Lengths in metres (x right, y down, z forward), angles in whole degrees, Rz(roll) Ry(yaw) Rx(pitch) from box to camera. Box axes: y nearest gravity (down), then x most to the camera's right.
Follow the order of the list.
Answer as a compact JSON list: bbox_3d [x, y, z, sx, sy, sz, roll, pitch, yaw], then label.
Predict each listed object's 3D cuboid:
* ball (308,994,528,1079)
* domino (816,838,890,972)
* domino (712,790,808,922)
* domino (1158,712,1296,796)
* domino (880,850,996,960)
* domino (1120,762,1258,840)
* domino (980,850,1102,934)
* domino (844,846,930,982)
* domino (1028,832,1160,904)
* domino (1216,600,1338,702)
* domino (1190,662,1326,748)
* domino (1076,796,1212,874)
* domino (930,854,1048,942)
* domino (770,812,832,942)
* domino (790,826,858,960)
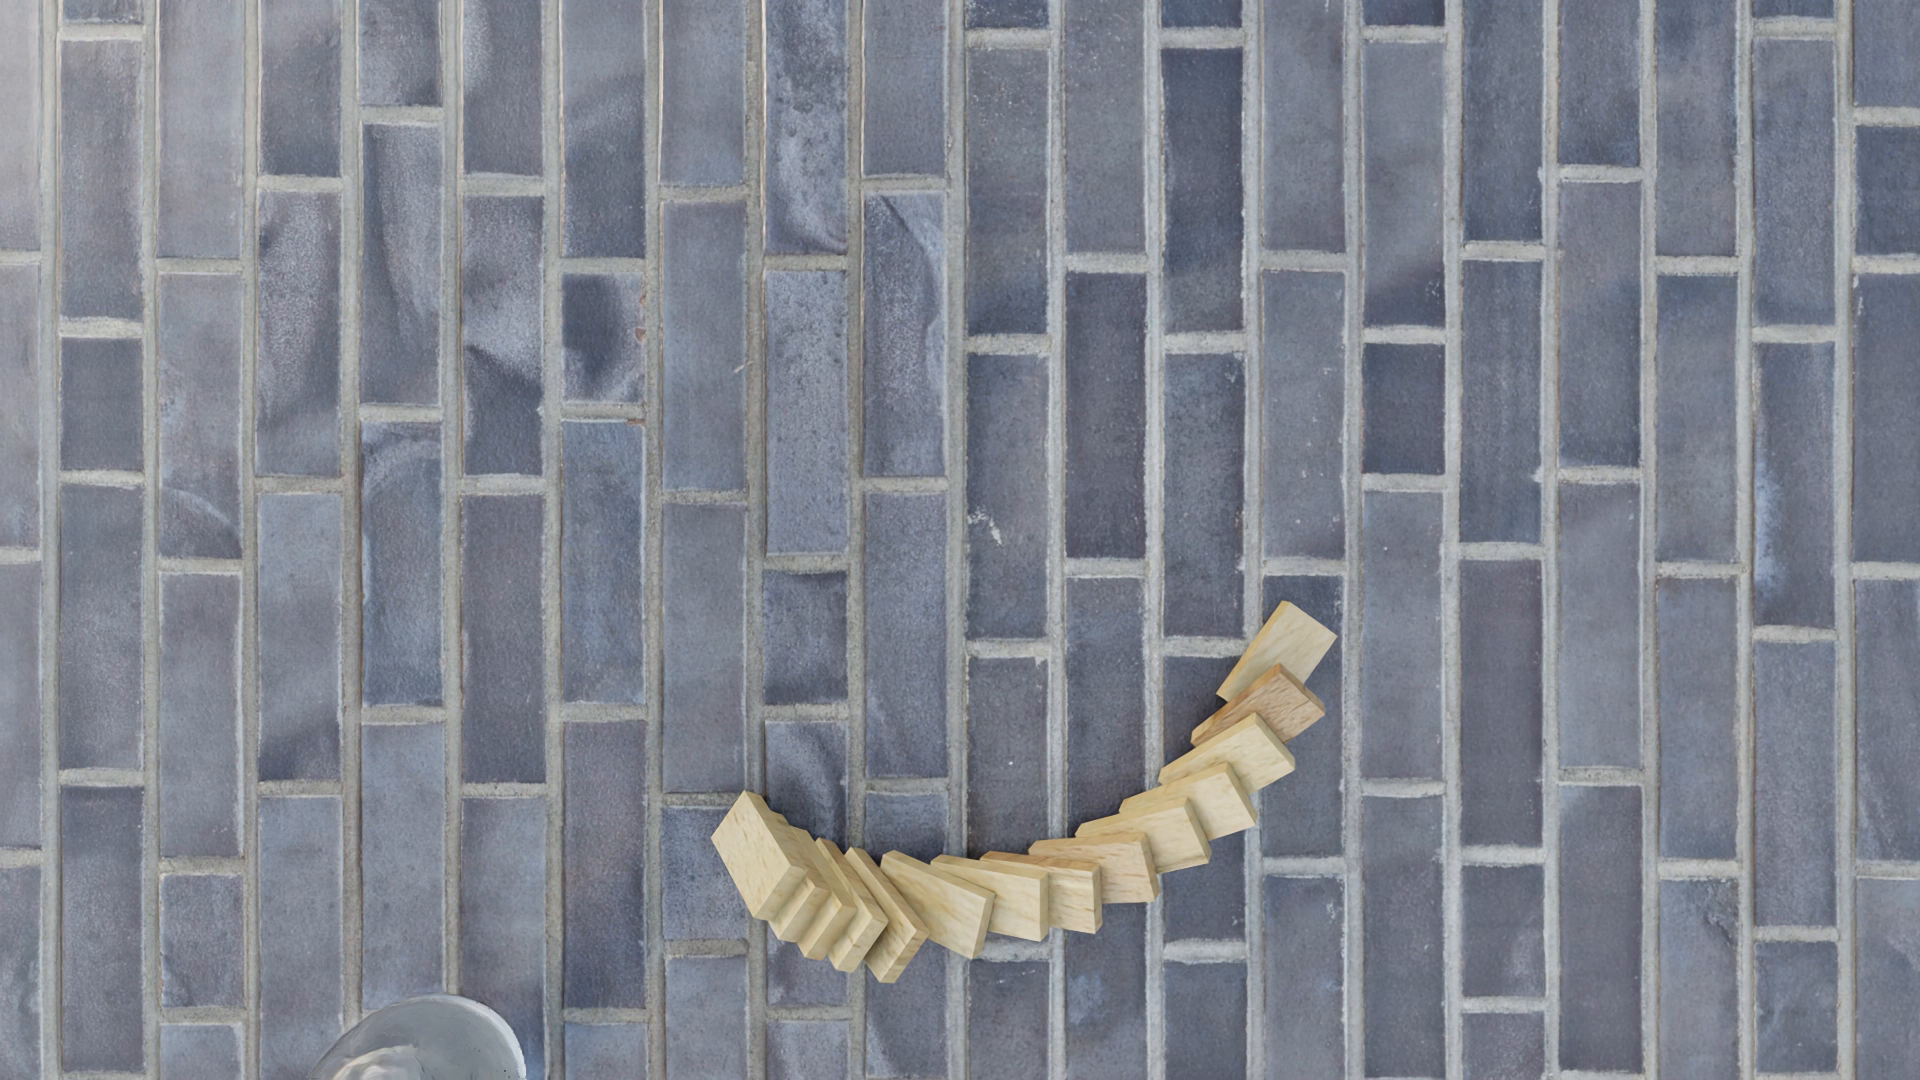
[{"bbox_3d":[-0.214,0.223,0.360,0.080,0.080,0.080,0,90,0],"label":"ball"},{"bbox_3d":[-0.052,0.149,0.378,0.009,0.050,0.025,35,90,-41],"label":"domino"},{"bbox_3d":[-0.084,0.129,0.378,0.010,0.050,0.025,35,90,-41],"label":"domino"},{"bbox_3d":[0.111,0.096,0.385,0.050,0.010,0.025,-40,90,26],"label":"domino"},{"bbox_3d":[-0.012,0.152,0.384,0.050,0.010,0.025,13,90,27],"label":"domino"},{"bbox_3d":[0.095,0.114,0.385,0.050,0.010,0.025,-30,90,26],"label":"domino"},{"bbox_3d":[0.034,0.147,0.385,0.050,0.009,0.025,-3,90,27],"label":"domino"},{"bbox_3d":[-0.037,0.154,0.380,0.050,0.009,0.025,36,91,42],"label":"domino"},{"bbox_3d":[0.056,0.139,0.385,0.050,0.009,0.025,-14,90,26],"label":"domino"},{"bbox_3d":[0.136,0.054,0.395,0.025,0.009,0.050,36,90,0],"label":"domino"},{"bbox_3d":[0.124,0.077,0.385,0.025,0.010,0.050,43,116,0],"label":"domino"},{"bbox_3d":[0.077,0.127,0.385,0.050,0.010,0.025,-24,90,26],"label":"domino"},{"bbox_3d":[0.012,0.150,0.385,0.050,0.009,0.025,0,90,27],"label":"domino"},{"bbox_3d":[-0.074,0.138,0.378,0.009,0.050,0.025,35,90,-41],"label":"domino"},{"bbox_3d":[-0.064,0.145,0.378,0.009,0.050,0.025,35,90,-41],"label":"domino"}]
